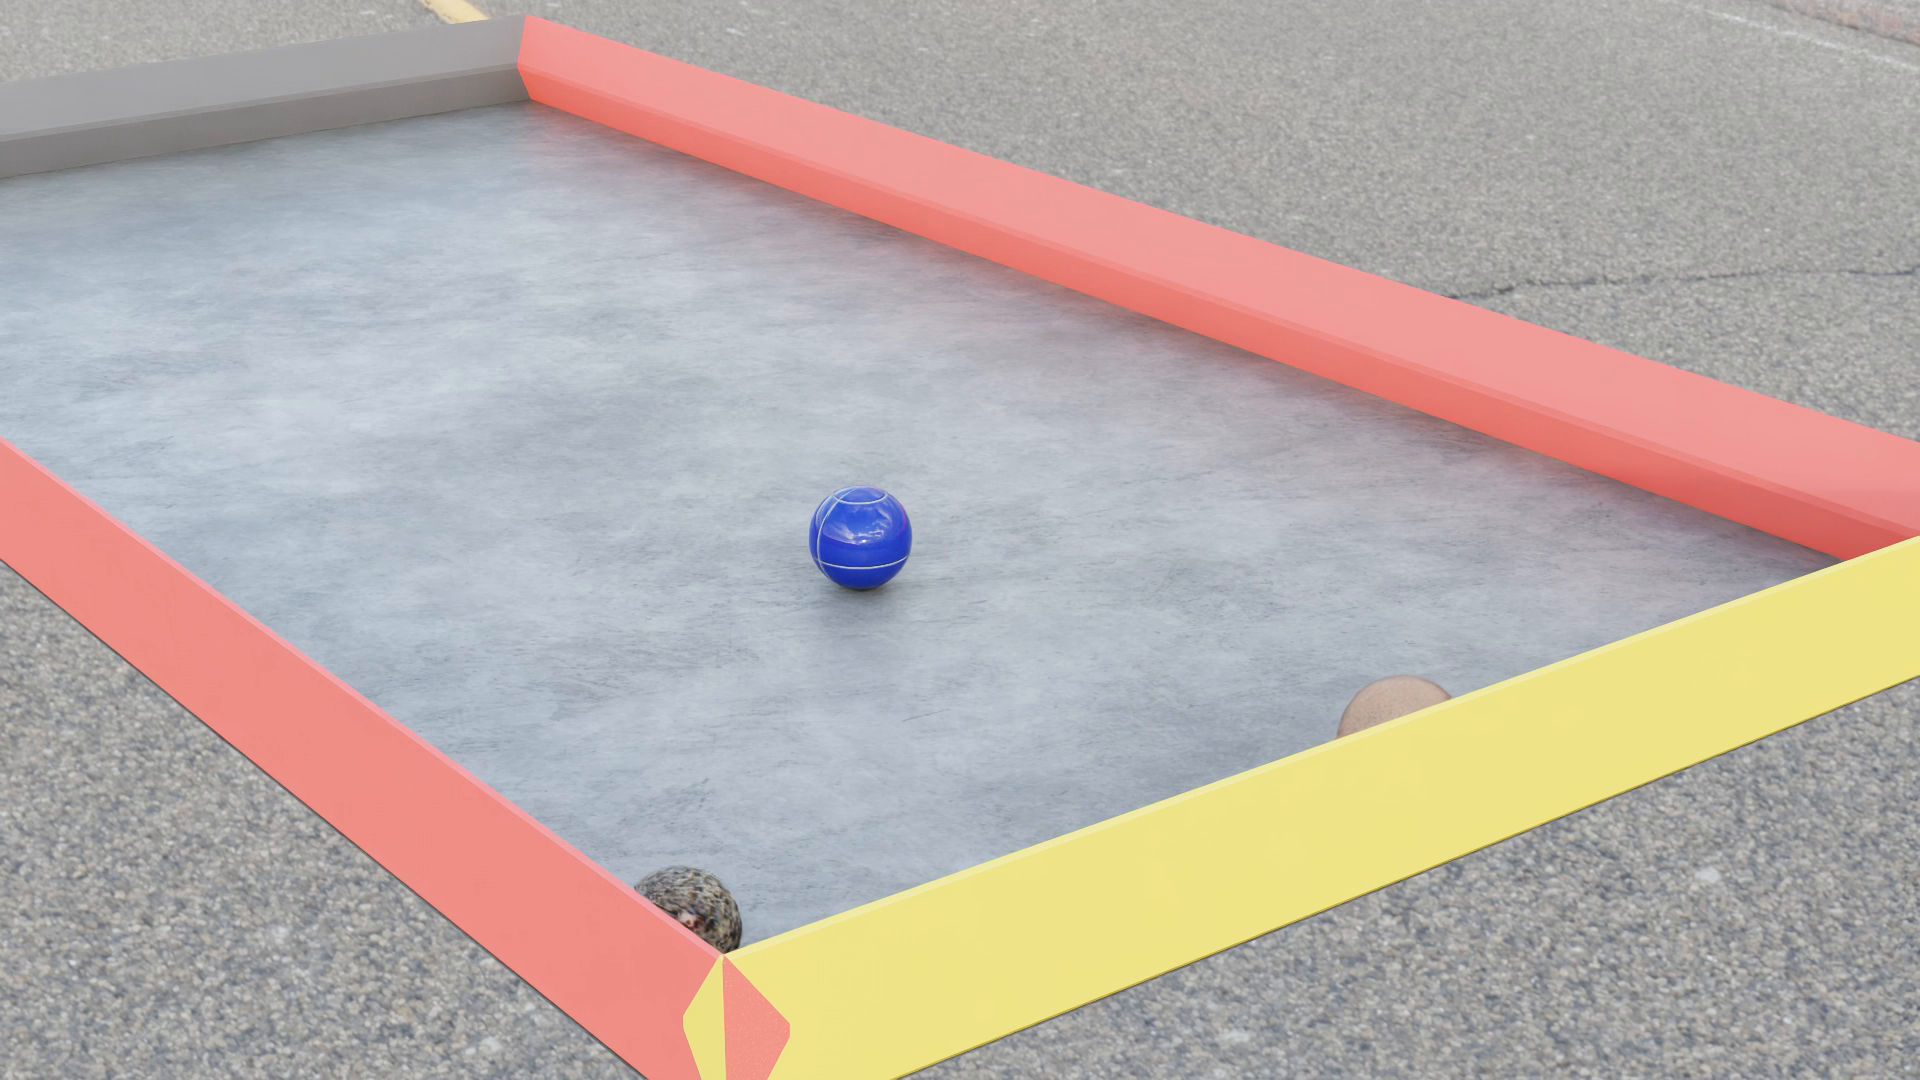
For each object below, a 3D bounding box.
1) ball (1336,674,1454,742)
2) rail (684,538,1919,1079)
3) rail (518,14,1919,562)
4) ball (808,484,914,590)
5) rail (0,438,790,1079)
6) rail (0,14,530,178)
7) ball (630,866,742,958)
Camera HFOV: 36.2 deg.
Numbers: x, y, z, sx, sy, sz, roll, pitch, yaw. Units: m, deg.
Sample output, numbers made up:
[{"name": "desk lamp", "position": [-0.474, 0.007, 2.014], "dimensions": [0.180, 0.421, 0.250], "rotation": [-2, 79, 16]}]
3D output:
[{"name": "ball", "position": [0.327, 0.148, 2.170], "dimensions": [0.097, 0.097, 0.097], "rotation": [0, 21, 0]}, {"name": "rail", "position": [0.377, 0.152, 2.117], "dimensions": [1.327, 0.126, 0.045], "rotation": [-15, 26, -34]}, {"name": "rail", "position": [0.119, -0.349, 3.426], "dimensions": [0.045, 0.126, 2.594], "rotation": [-15, 26, -34]}, {"name": "ball", "position": [-0.087, -0.003, 2.571], "dimensions": [0.092, 0.092, 0.092], "rotation": [0, 21, 0]}, {"name": "rail", "position": [-0.902, -0.073, 2.705], "dimensions": [0.045, 0.126, 2.594], "rotation": [-15, 26, -34]}, {"name": "rail", "position": [-1.160, -0.574, 4.014], "dimensions": [1.327, 0.126, 0.045], "rotation": [-15, 26, -34]}, {"name": "ball", "position": [-0.183, 0.254, 1.917], "dimensions": [0.081, 0.081, 0.081], "rotation": [0, 21, 0]}]
